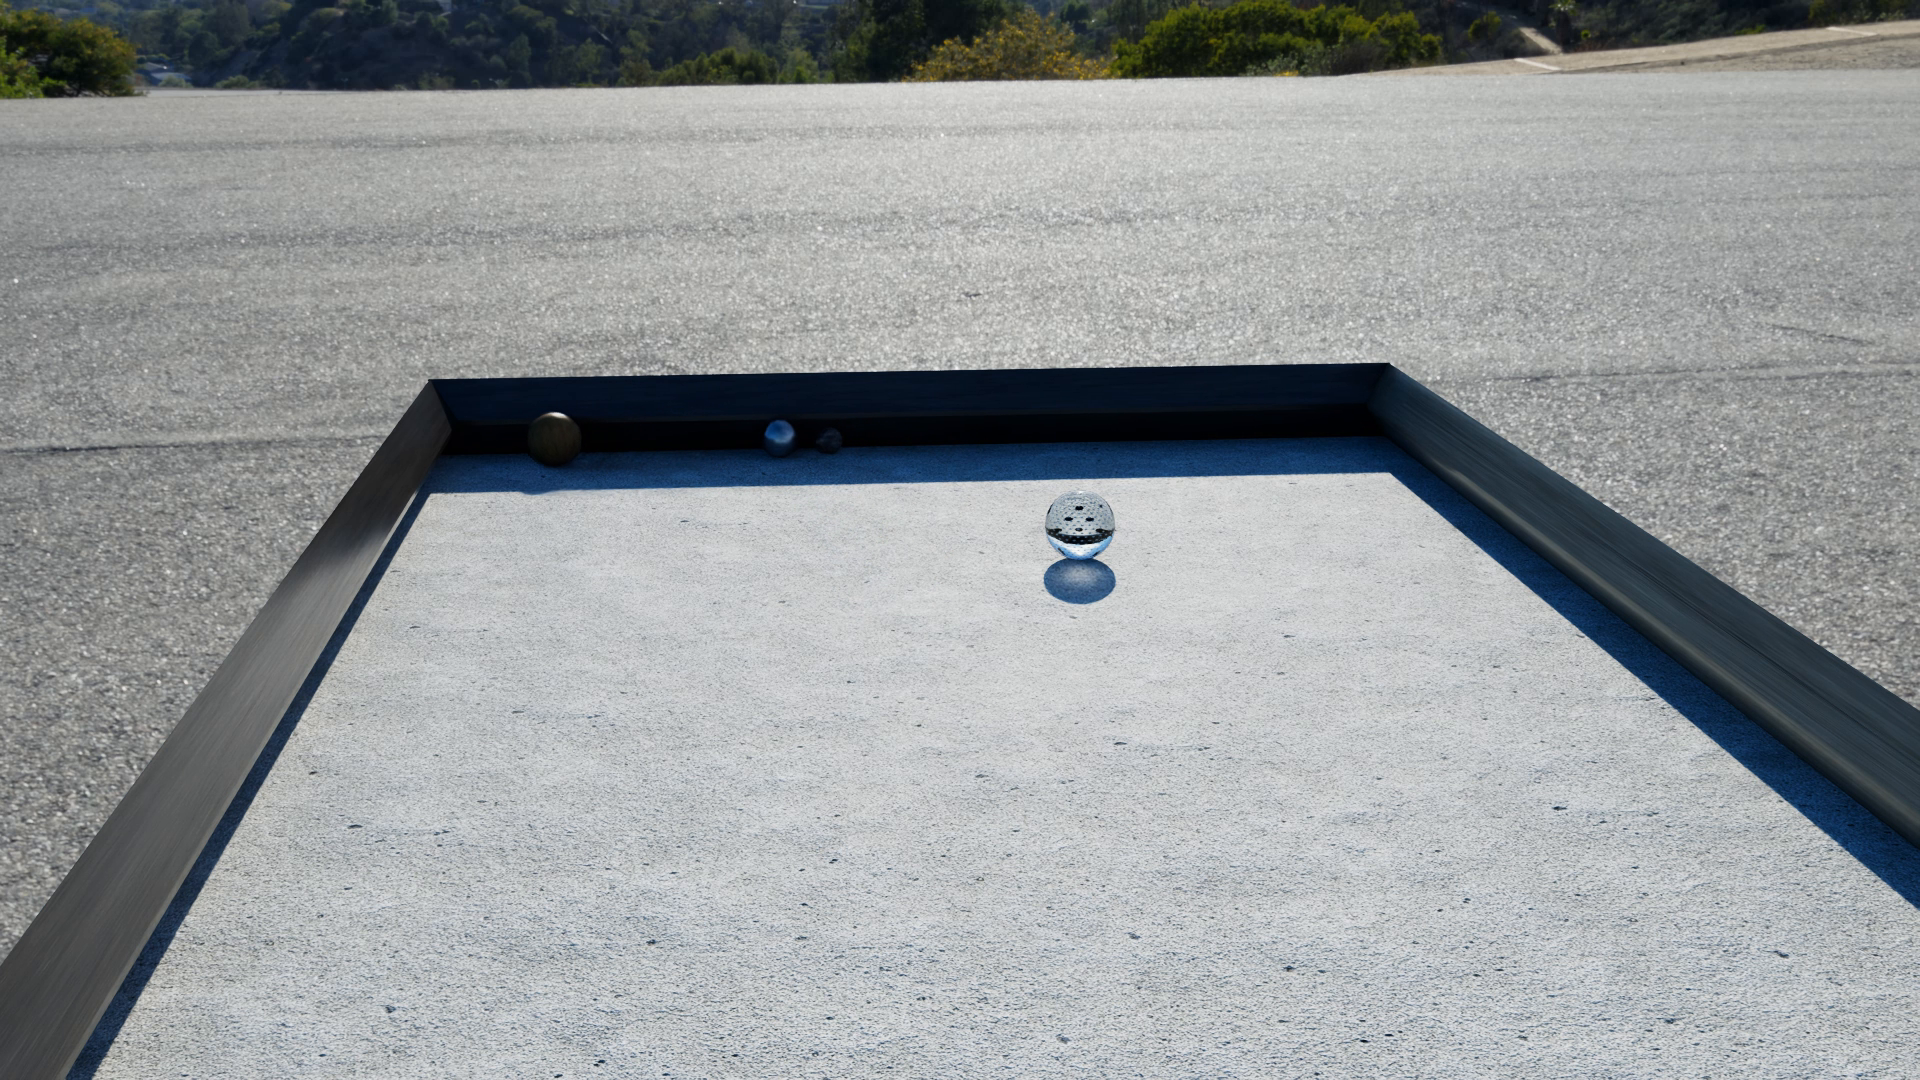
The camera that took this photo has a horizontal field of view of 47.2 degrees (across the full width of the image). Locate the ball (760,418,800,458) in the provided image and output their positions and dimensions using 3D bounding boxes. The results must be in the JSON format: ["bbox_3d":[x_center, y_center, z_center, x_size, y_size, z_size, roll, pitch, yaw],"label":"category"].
[{"bbox_3d":[-0.267,-0.151,3.269,0.058,0.058,0.058,0,15,0],"label":"ball"}]

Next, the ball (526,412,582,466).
[{"bbox_3d":[-0.592,-0.146,3.210,0.080,0.080,0.080,0,15,0],"label":"ball"}]

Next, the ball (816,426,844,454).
[{"bbox_3d":[-0.195,-0.149,3.295,0.040,0.040,0.040,0,15,0],"label":"ball"}]

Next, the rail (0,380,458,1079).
[{"bbox_3d":[-0.639,0.173,1.963,0.045,0.114,2.736,-1,15,-5],"label":"rail"}]

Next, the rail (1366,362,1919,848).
[{"bbox_3d":[0.765,0.139,2.089,0.045,0.114,2.736,-1,15,-5],"label":"rail"}]

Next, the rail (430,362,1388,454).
[{"bbox_3d":[-0.061,-0.195,3.318,1.457,0.114,0.045,-1,15,-5],"label":"rail"}]

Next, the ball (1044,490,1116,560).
[{"bbox_3d":[0.149,-0.018,2.722,0.088,0.088,0.088,0,15,0],"label":"ball"}]
